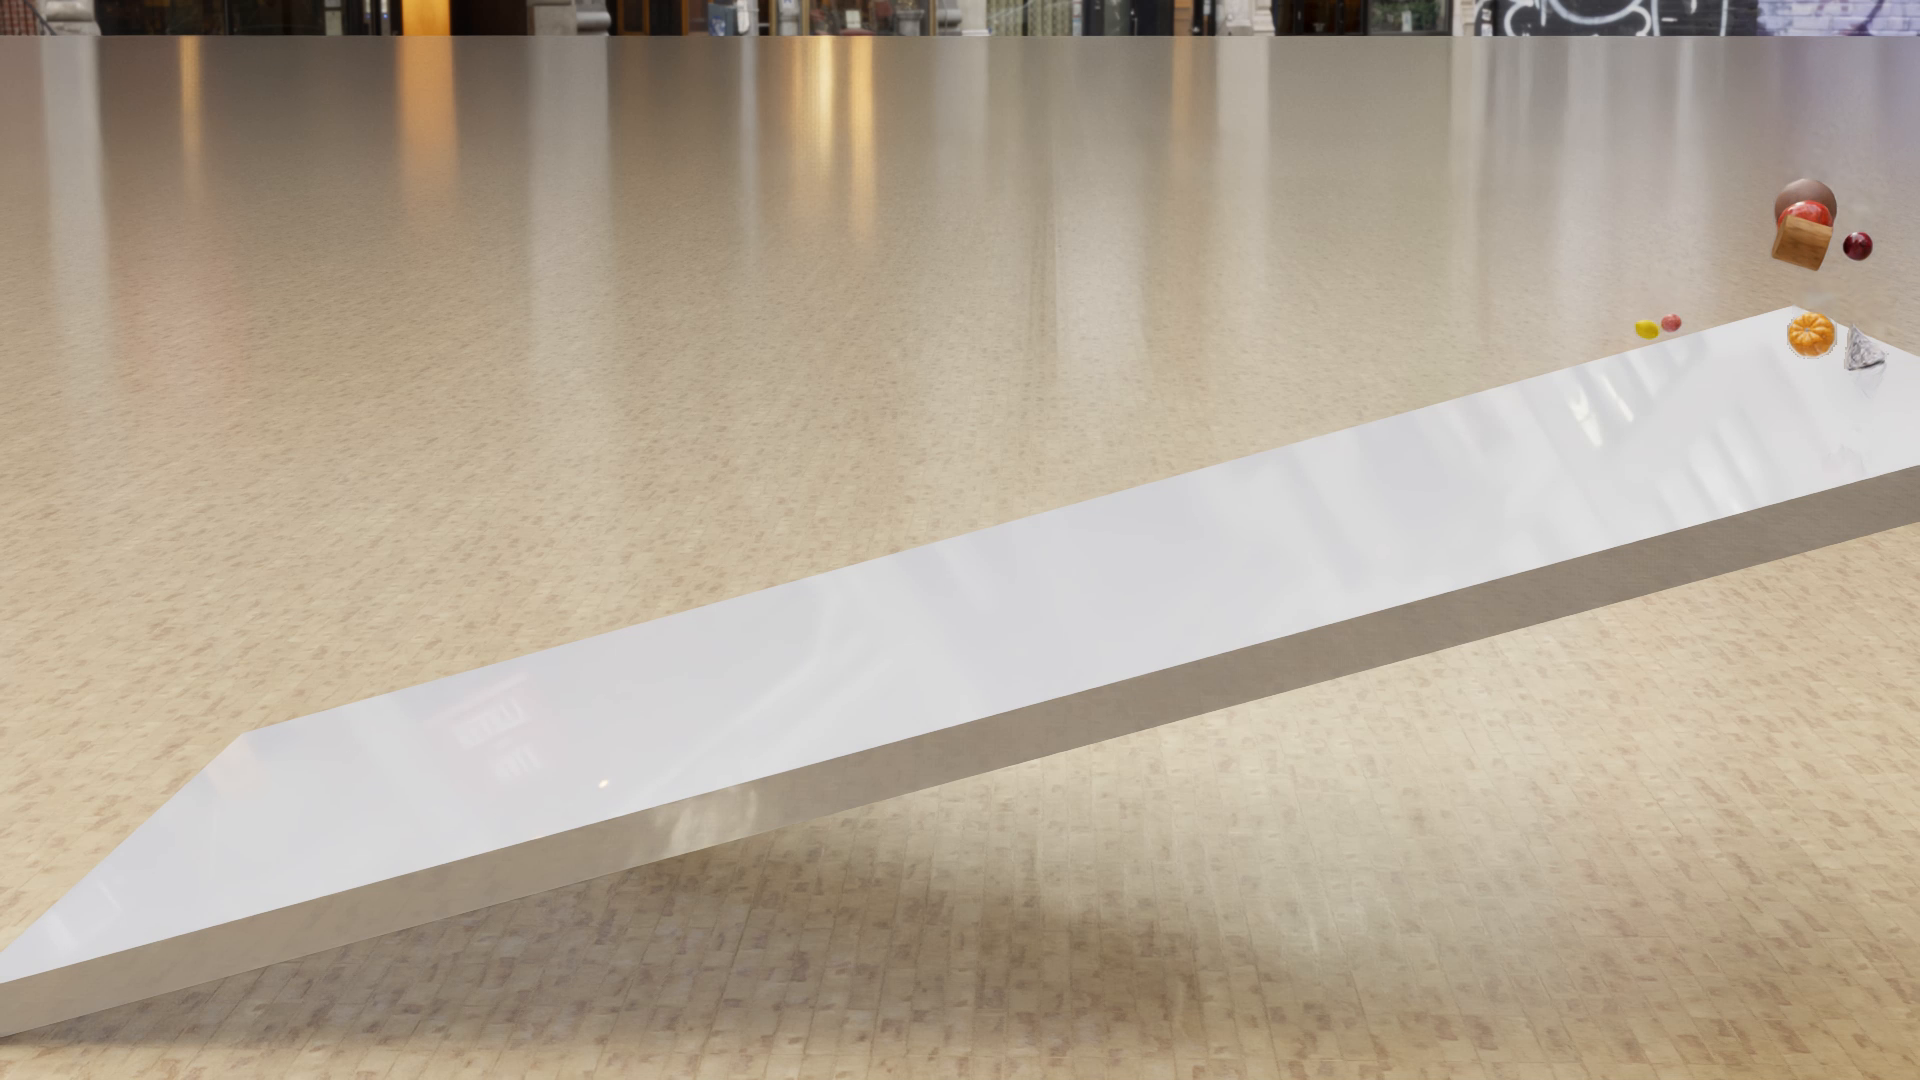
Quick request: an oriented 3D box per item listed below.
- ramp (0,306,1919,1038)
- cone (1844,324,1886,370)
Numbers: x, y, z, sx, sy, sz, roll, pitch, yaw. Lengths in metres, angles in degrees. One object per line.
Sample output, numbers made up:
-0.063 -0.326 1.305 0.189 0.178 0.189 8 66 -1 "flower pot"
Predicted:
0.086 0.188 6.324 4.000 0.100 2.000 -15 10 4 "ramp"
1.892 -0.415 6.193 0.088 0.088 0.088 -21 8 3 "cone"
